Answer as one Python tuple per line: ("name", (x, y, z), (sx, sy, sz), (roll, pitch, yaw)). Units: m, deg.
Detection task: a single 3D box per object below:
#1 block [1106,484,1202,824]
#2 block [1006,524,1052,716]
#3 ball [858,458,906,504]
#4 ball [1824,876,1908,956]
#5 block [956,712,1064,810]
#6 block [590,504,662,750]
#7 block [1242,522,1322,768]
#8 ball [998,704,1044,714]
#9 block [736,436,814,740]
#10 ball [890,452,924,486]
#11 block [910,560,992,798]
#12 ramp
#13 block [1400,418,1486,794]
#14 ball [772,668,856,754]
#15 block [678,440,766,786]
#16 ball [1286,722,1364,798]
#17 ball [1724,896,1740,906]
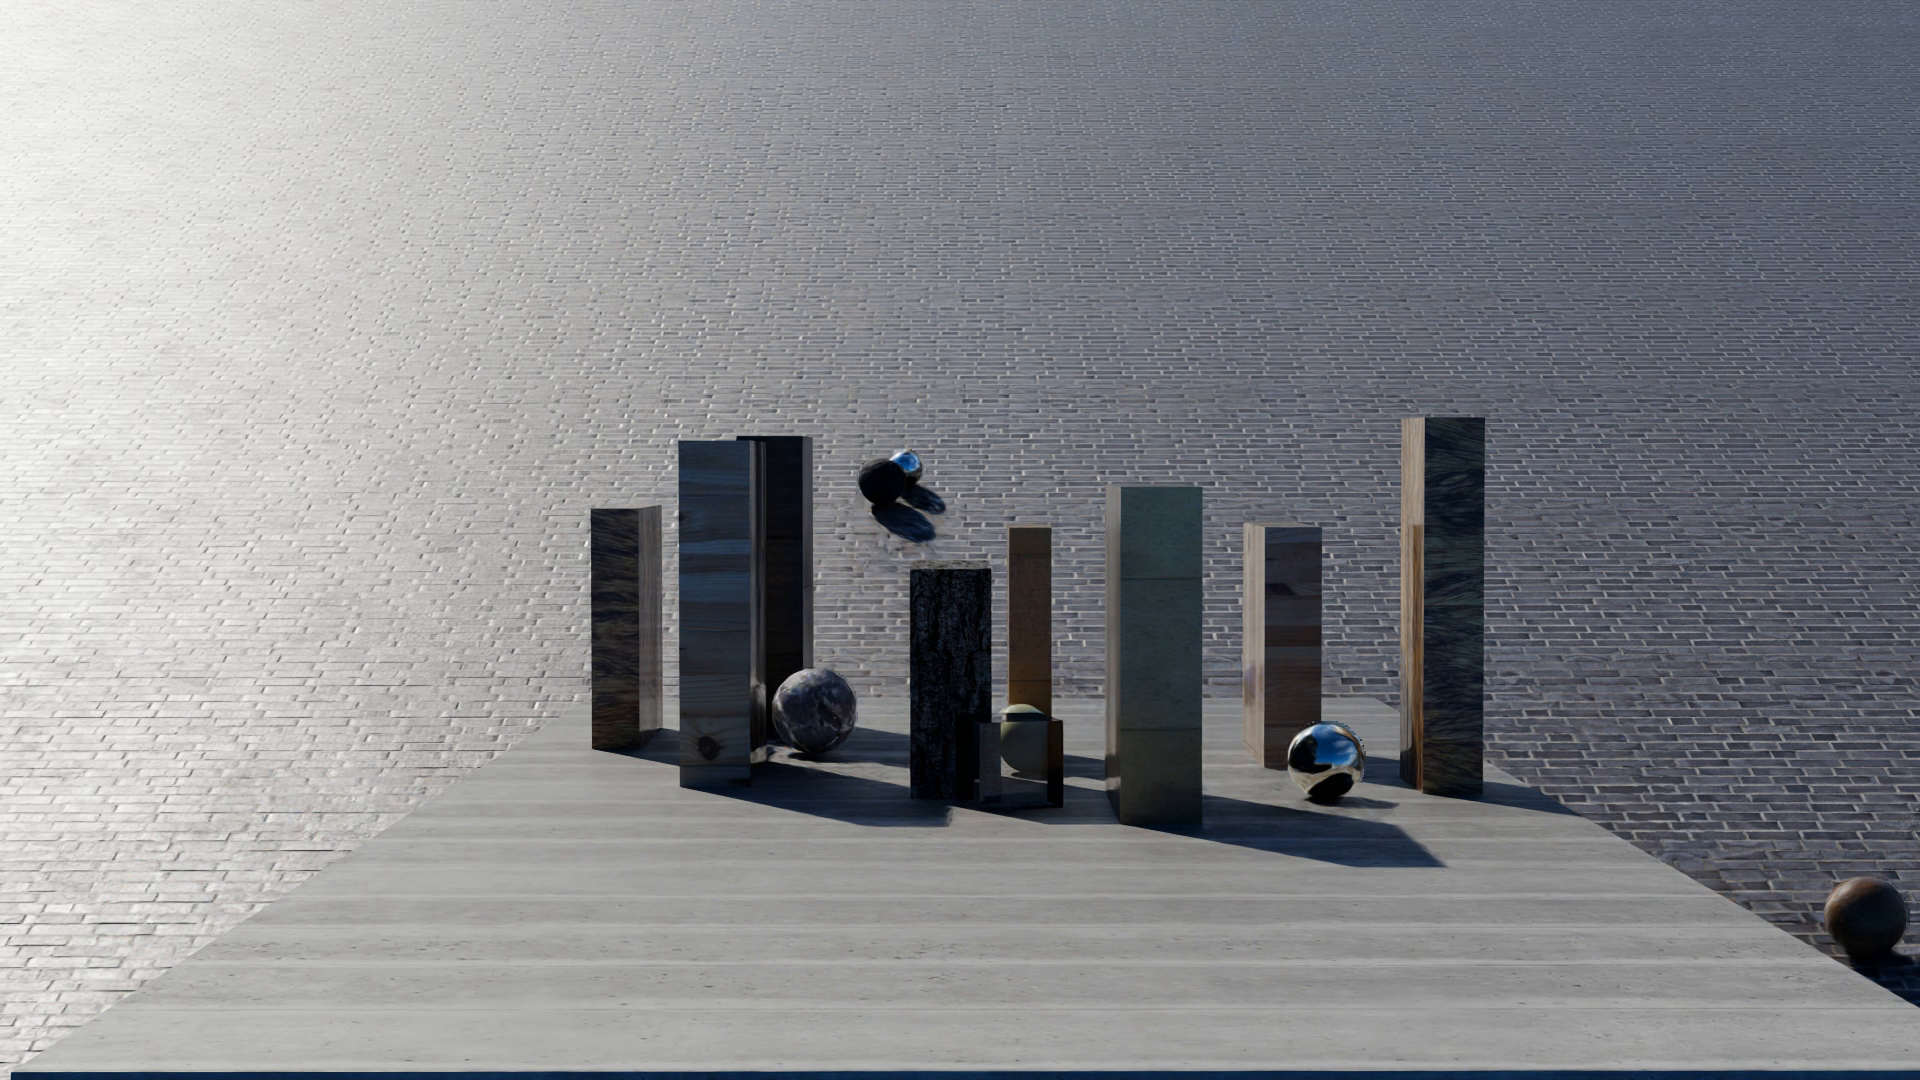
("block", (0.334, 0.185, 4.494), (0.135, 0.560, 0.441), (0, 2, 0))
("block", (0.139, 0.207, 5.221), (0.084, 0.471, 0.248), (0, 2, 0))
("ball", (-0.239, -0.179, 7.854), (0.143, 0.143, 0.143), (0, 25, 0))
("ball", (1.986, 0.824, 5.654), (0.173, 0.173, 0.173), (0, 25, 0))
("block", (0.086, 0.388, 4.539), (0.152, 0.152, 0.152), (-1, 2, -15))
("block", (-0.722, 0.179, 5.606), (0.100, 0.504, 0.427), (0, 2, 0))
("block", (0.653, 0.205, 5.245), (0.112, 0.473, 0.380), (0, 2, 0))
("ball", (0.119, 0.384, 5.037), (0.129, 0.129, 0.129), (0, 25, 0))
("block", (-0.412, 0.097, 5.782), (0.143, 0.657, 0.406), (0, 2, 0))
("ball", (-0.170, -0.220, 7.982), (0.110, 0.110, 0.110), (0, 25, 0))
("block", (-0.017, 0.251, 4.802), (0.145, 0.411, 0.393), (0, 2, 0))
("ramp", (0.057, 0.514, 4.555), (2.000, 0.100, 4.000), (0, 2, 0))
("block", (0.892, 0.116, 4.780), (0.109, 0.681, 0.242), (0, 2, 0))
("ball", (-0.301, 0.352, 5.319), (0.176, 0.176, 0.176), (0, 25, 0))
("block", (-0.454, 0.131, 4.972), (0.131, 0.641, 0.418), (0, 2, 0))
("ball", (0.653, 0.394, 4.604), (0.137, 0.137, 0.137), (0, 25, 0))
("ball", (1.648, 0.848, 5.632), (0.148, 0.148, 0.148), (0, 25, 0))
